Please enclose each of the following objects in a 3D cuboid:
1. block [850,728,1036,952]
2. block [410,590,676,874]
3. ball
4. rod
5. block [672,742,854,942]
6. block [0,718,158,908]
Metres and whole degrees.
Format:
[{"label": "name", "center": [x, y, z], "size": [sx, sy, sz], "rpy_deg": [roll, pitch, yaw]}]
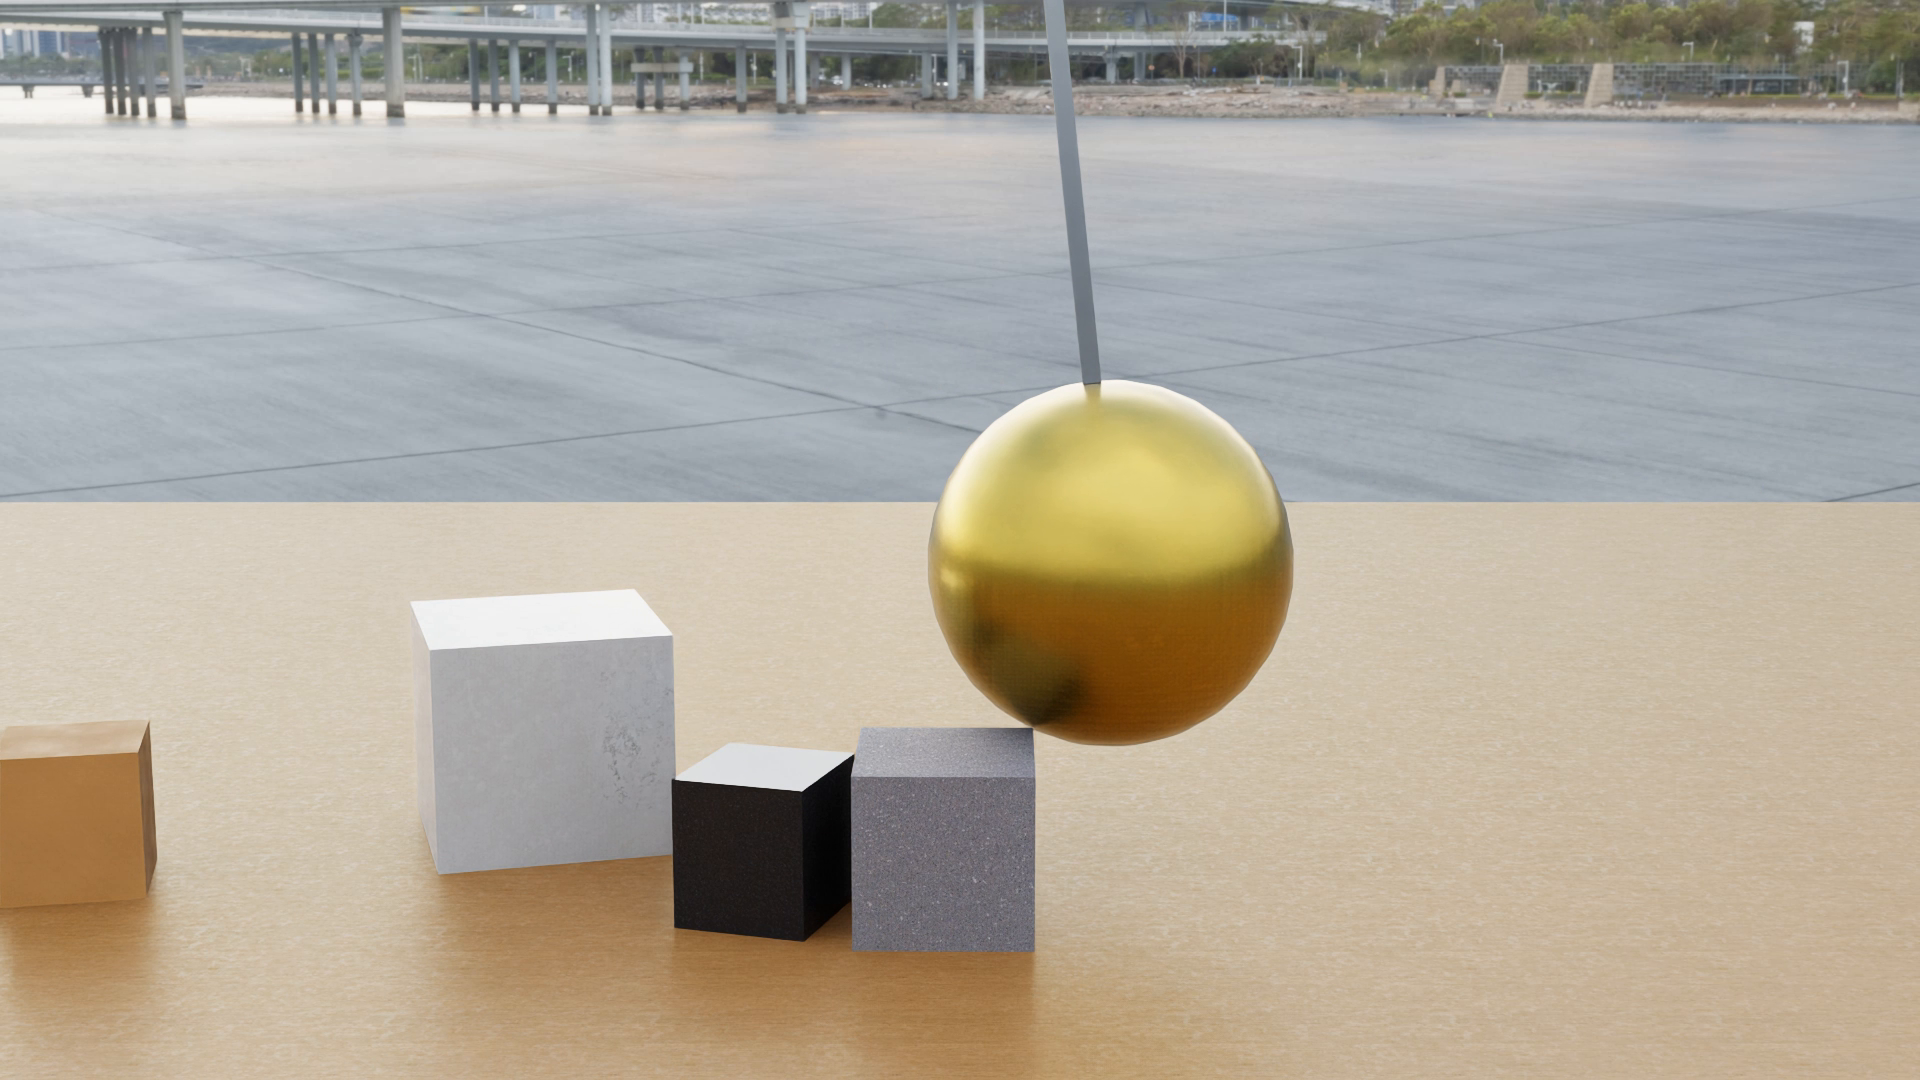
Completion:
[{"label": "block", "center": [-0.061, 1.237, 10.719], "size": [0.740, 0.731, 0.793], "rpy_deg": [0, 10, 1]}, {"label": "block", "center": [-1.954, 0.863, 11.963], "size": [1.074, 1.022, 1.083], "rpy_deg": [-3, 11, -16]}, {"label": "ball", "center": [0.655, 0.102, 11.199], "size": [1.600, 1.600, 1.600], "rpy_deg": [0, 10, 0]}, {"label": "rod", "center": [0.284, -3.223, 10.594], "size": [0.080, 5.200, 0.080], "rpy_deg": [-6, 10, 1]}, {"label": "block", "center": [-0.820, 1.264, 10.829], "size": [0.577, 0.639, 0.621], "rpy_deg": [3, 11, 17]}, {"label": "block", "center": [-3.869, 1.186, 11.223], "size": [0.606, 0.651, 0.591], "rpy_deg": [-2, 11, -12]}]
